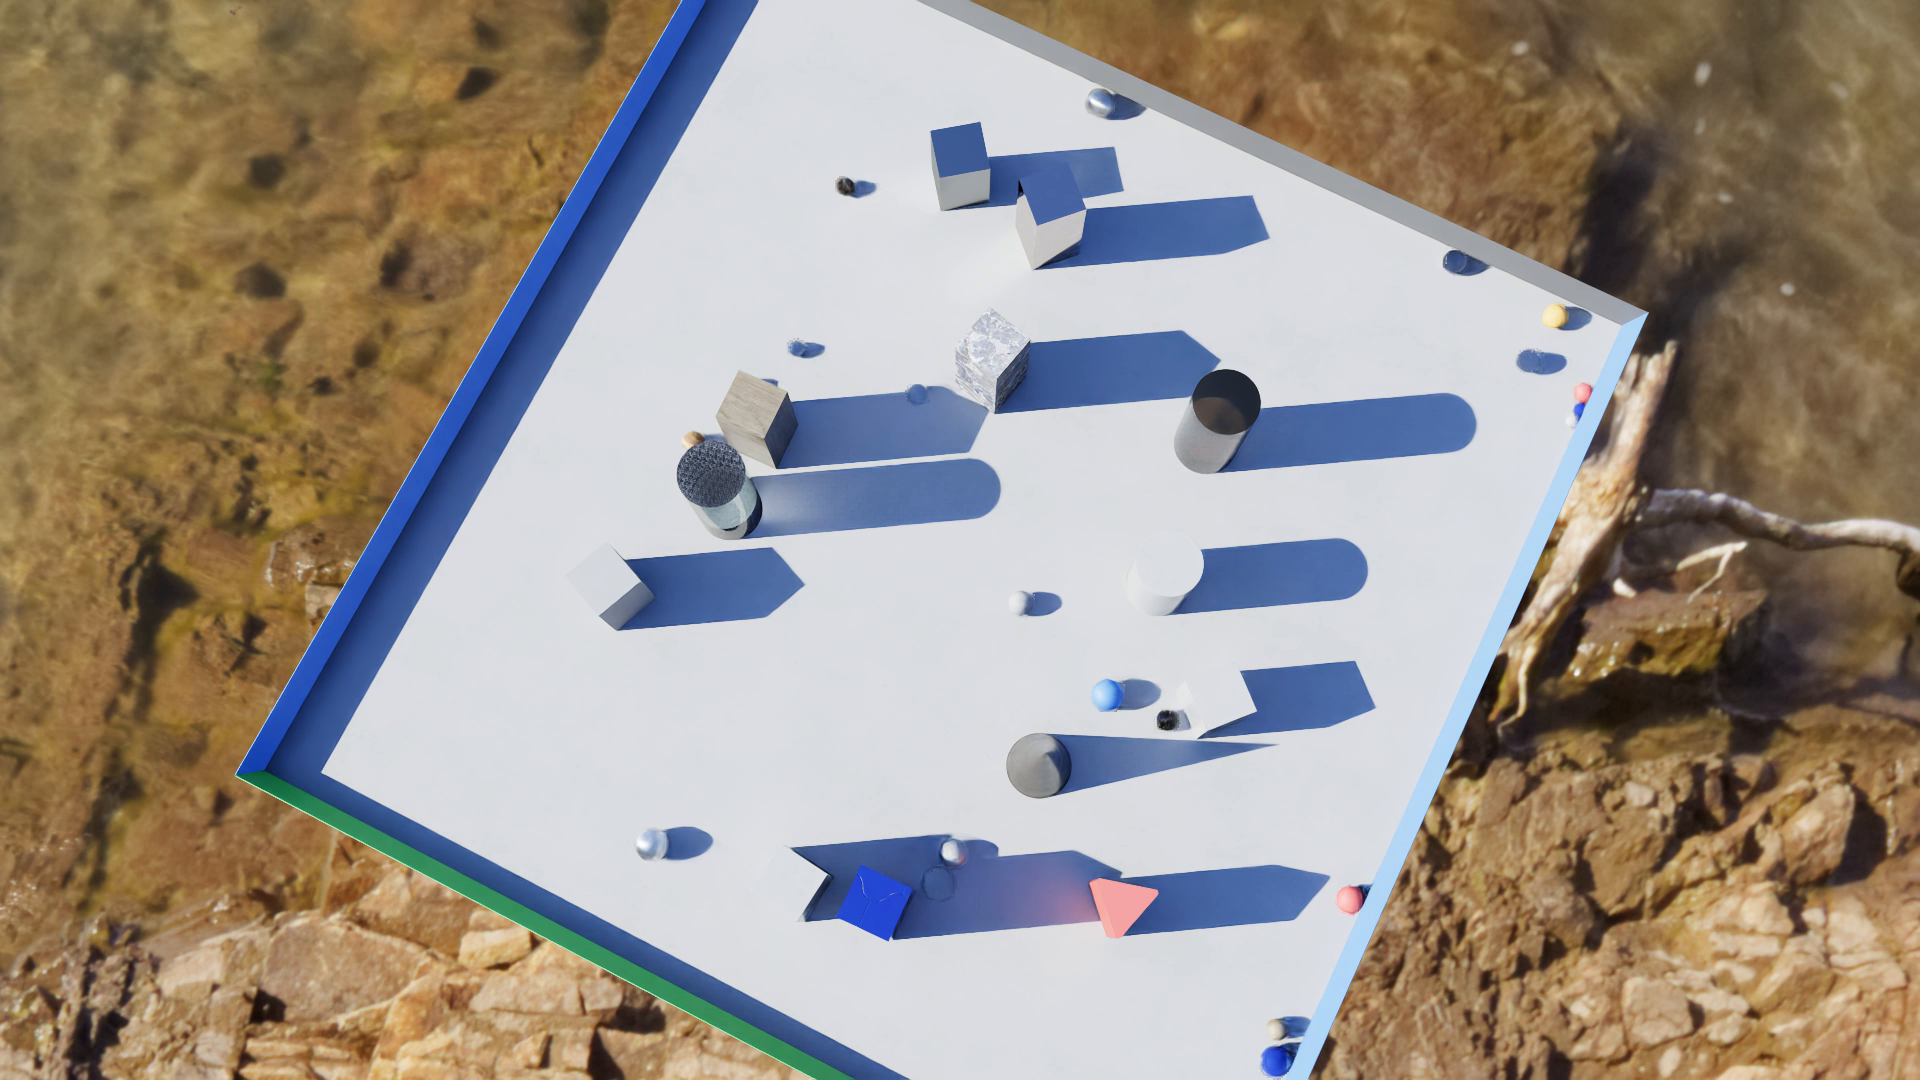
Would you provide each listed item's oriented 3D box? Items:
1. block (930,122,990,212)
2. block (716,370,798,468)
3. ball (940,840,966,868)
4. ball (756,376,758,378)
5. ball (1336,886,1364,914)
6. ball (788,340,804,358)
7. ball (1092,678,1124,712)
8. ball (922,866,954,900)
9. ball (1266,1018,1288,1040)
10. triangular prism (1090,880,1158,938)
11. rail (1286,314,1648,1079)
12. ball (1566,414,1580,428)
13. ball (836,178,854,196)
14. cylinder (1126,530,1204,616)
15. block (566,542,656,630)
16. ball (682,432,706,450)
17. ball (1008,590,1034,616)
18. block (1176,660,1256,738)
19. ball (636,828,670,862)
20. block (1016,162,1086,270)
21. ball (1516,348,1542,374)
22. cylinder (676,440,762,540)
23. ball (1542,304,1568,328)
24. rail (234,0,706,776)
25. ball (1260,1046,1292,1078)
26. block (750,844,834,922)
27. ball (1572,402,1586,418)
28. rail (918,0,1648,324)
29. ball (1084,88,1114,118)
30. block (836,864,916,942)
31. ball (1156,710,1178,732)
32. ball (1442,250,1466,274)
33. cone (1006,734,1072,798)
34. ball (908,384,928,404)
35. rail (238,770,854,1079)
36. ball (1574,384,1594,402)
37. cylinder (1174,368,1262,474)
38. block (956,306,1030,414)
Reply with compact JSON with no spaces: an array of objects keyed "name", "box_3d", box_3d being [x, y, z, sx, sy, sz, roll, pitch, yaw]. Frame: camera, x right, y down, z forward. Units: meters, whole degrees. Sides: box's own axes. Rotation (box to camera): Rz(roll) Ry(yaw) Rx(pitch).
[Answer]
[{"name":"block","box_3d":[0.000,-1.163,5.719,0.157,0.270,0.157,-11,79,-2]},{"name":"block","box_3d":[-0.606,-0.357,5.500,0.157,0.372,0.157,24,79,5]},{"name":"ball","box_3d":[-0.020,0.925,5.384,0.080,0.080,0.080,0,78,0]},{"name":"ball","box_3d":[-0.639,-0.487,5.696,0.042,0.042,0.042,0,78,0]},{"name":"ball","box_3d":[1.141,1.051,5.357,0.082,0.082,0.082,0,78,0]},{"name":"ball","box_3d":[-0.510,-0.595,5.714,0.050,0.050,0.050,0,78,0]},{"name":"ball","box_3d":[0.441,0.463,5.472,0.096,0.096,0.096,0,78,0]},{"name":"ball","box_3d":[-0.065,1.006,5.359,0.098,0.098,0.098,0,78,0]},{"name":"ball","box_3d":[0.917,1.412,5.292,0.064,0.064,0.064,0,78,0]},{"name":"triangular prism","box_3d":[0.436,1.022,5.231,0.147,0.340,0.170,41,81,8]},{"name":"rail","box_3d":[1.389,0.687,5.408,0.045,0.127,3.160,26,80,5]},{"name":"ball","box_3d":[1.896,-0.367,5.671,0.042,0.042,0.042,0,78,0]},{"name":"ball","box_3d":[-0.363,-1.121,5.819,0.058,0.058,0.058,0,78,0]},{"name":"cylinder","box_3d":[0.601,0.101,5.420,0.196,0.343,0.196,0,78,0]},{"name":"block","box_3d":[-1.034,0.140,5.443,0.157,0.283,0.157,-40,81,-8]},{"name":"ball","box_3d":[-0.818,-0.299,5.642,0.071,0.071,0.071,0,78,0]},{"name":"ball","box_3d":[0.183,0.191,5.538,0.076,0.076,0.076,0,78,0]},{"name":"block","box_3d":[0.750,0.473,5.391,0.157,0.251,0.157,-21,79,-4]},{"name":"ball","box_3d":[-0.904,0.896,5.381,0.098,0.098,0.098,0,78,0]},{"name":"block","box_3d":[0.275,-0.988,5.627,0.157,0.380,0.157,-19,79,-4]},{"name":"ball","box_3d":[1.768,-0.556,5.693,0.075,0.075,0.075,0,78,0]},{"name":"cylinder","box_3d":[-0.705,-0.141,5.412,0.196,0.458,0.196,0,78,0]},{"name":"ball","box_3d":[1.856,-0.698,5.722,0.077,0.077,0.077,0,78,0]},{"name":"rail","box_3d":[-1.389,-0.673,5.690,0.045,0.127,3.160,26,80,5]},{"name":"ball","box_3d":[0.906,1.497,5.261,0.090,0.090,0.090,0,78,0]},{"name":"block","box_3d":[-0.479,0.987,5.262,0.157,0.293,0.157,32,80,6]},{"name":"ball","box_3d":[1.923,-0.402,5.676,0.046,0.046,0.046,0,78,0]},{"name":"rail","box_3d":[0.696,-1.356,5.831,3.154,0.127,0.045,26,80,5]},{"name":"ball","box_3d":[0.446,-1.399,5.858,0.093,0.093,0.093,0,78,0]},{"name":"block","box_3d":[-0.234,1.033,5.208,0.157,0.382,0.157,24,79,5]},{"name":"ball","box_3d":[0.617,0.539,5.472,0.066,0.066,0.066,0,78,0]},{"name":"ball","box_3d":[1.553,-0.874,5.759,0.075,0.075,0.075,0,78,0]},{"name":"cone","box_3d":[0.236,0.629,5.255,0.196,0.452,0.196,0,78,0]},{"name":"ball","box_3d":[-0.132,-0.451,5.678,0.063,0.063,0.063,0,78,0]},{"name":"rail","box_3d":[-0.696,1.370,5.267,3.154,0.127,0.045,26,80,5]},{"name":"ball","box_3d":[1.933,-0.455,5.680,0.061,0.061,0.061,0,78,0]},{"name":"cylinder","box_3d":[0.760,-0.346,5.450,0.196,0.467,0.196,0,78,0]},{"name":"block","box_3d":[0.097,-0.538,5.533,0.157,0.382,0.157,39,81,7]}]
